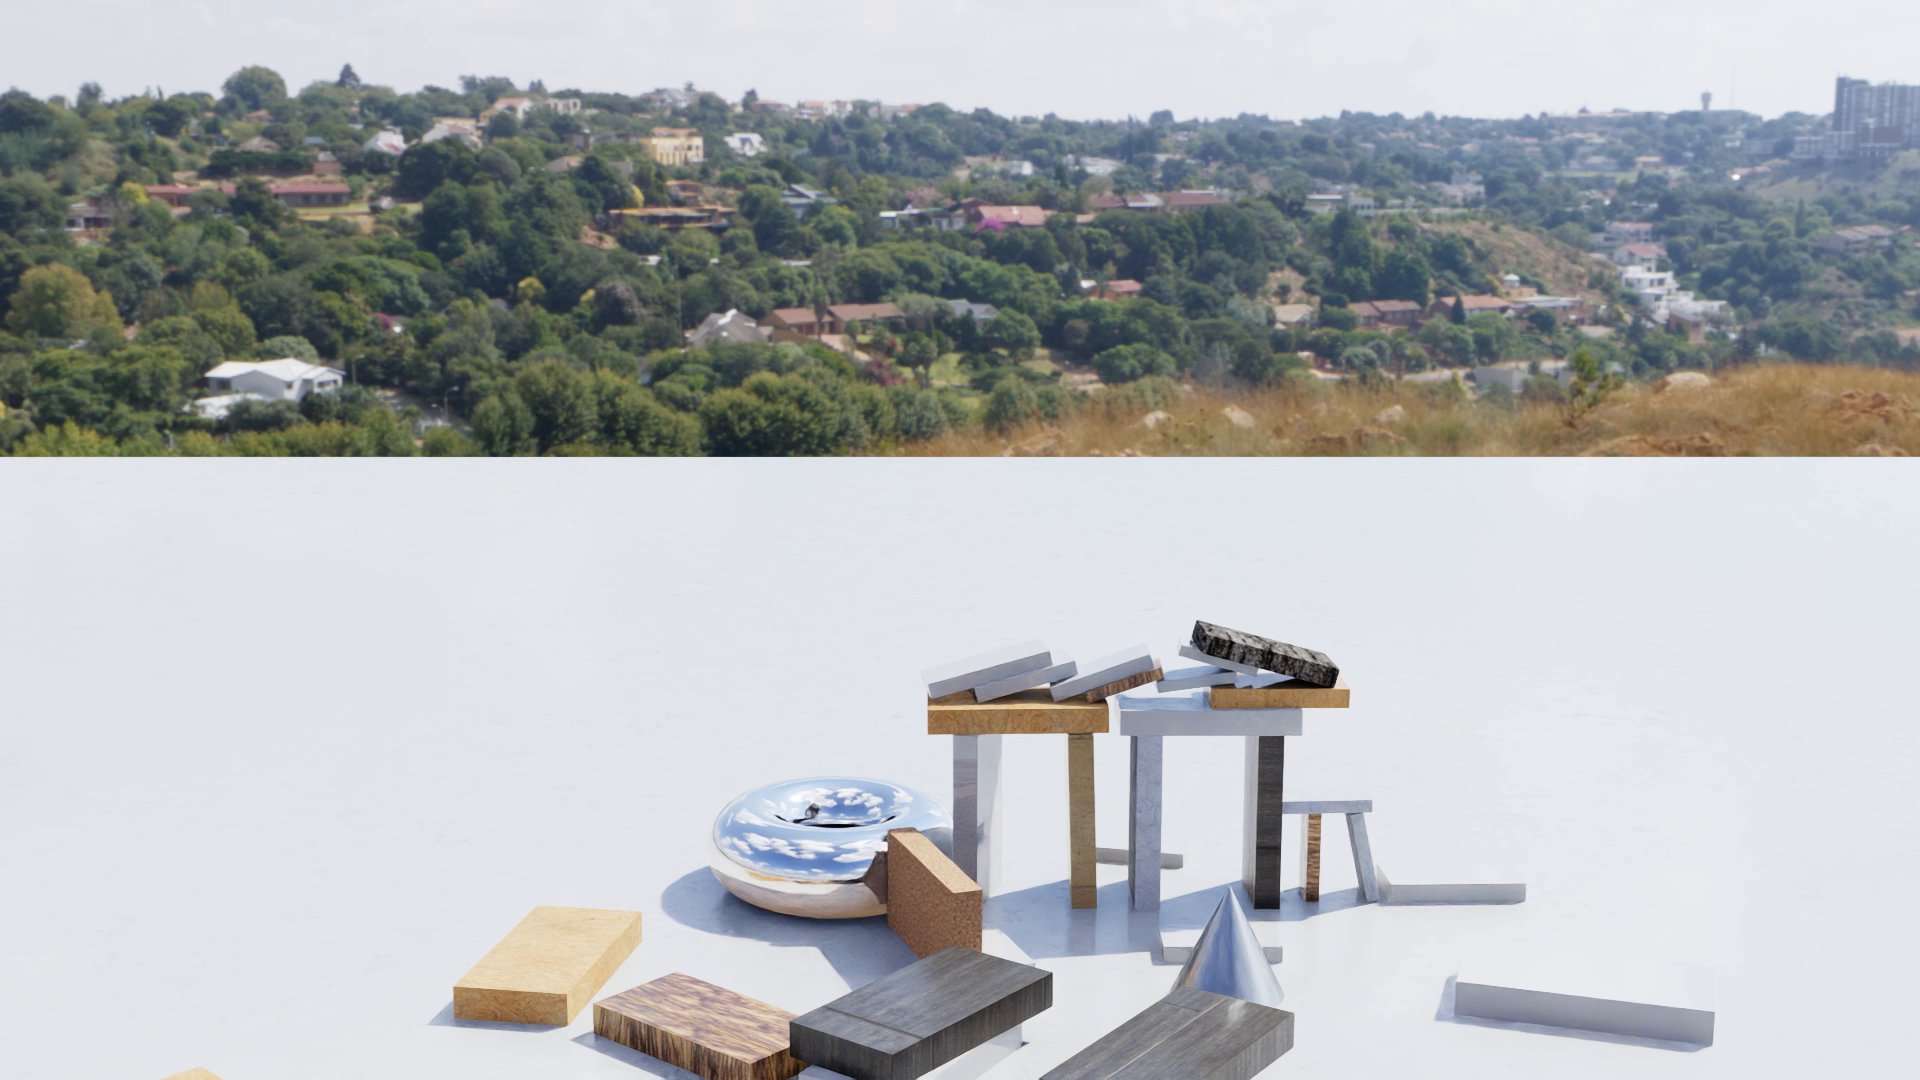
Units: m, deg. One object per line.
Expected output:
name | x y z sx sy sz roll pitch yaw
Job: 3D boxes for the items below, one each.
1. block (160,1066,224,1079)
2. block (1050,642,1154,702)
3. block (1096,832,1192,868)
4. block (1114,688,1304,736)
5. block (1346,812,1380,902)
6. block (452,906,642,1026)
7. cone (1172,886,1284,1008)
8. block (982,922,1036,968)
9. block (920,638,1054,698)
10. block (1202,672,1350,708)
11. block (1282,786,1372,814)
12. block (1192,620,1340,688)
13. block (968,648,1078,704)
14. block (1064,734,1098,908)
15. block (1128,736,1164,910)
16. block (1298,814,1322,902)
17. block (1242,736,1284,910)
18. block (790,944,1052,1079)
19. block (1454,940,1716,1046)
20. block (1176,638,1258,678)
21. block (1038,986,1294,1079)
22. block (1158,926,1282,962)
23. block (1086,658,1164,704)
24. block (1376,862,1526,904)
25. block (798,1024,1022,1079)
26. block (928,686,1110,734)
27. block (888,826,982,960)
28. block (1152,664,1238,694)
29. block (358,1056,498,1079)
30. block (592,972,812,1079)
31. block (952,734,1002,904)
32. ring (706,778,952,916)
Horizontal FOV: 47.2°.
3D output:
block | -1.048 0.745 2.701 0.171 0.048 0.341 10 14 42
block | 0.232 0.217 3.616 0.172 0.024 0.086 -19 9 5
block | 0.313 0.543 3.857 0.172 0.024 0.086 3 11 15
block | 0.404 0.282 3.609 0.293 0.042 0.147 0 11 0
block | 0.666 0.515 3.652 0.022 0.152 0.076 -12 10 2
block | -0.612 0.634 3.300 0.171 0.048 0.341 2 11 10
cone | 0.395 0.586 3.232 0.167 0.167 0.167 0 11 0
block | 0.040 0.633 3.364 0.091 0.026 0.182 -4 11 -20
block | 0.043 0.211 3.631 0.207 0.026 0.091 -15 13 -6
block | 0.516 0.246 3.601 0.224 0.032 0.112 0 11 0
block | 0.598 0.430 3.635 0.152 0.022 0.076 -1 11 -1
block | 0.497 0.185 3.591 0.224 0.032 0.112 15 9 -6
block | 0.101 0.224 3.630 0.172 0.024 0.086 -16 13 -8
block | 0.199 0.445 3.642 0.042 0.293 0.147 -2 11 0
block | 0.306 0.446 3.640 0.042 0.293 0.147 0 11 0
block | 0.581 0.516 3.653 0.022 0.152 0.076 0 11 0
block | 0.501 0.446 3.640 0.042 0.293 0.147 0 11 -1
block | -0.048 0.645 2.993 0.176 0.050 0.353 8 13 37
block | 0.908 0.653 3.191 0.353 0.050 0.176 3 11 18
block | 0.420 0.191 3.586 0.130 0.018 0.065 16 9 0
block | 0.282 0.699 2.945 0.176 0.050 0.382 7 13 34
block | 0.402 0.626 3.406 0.182 0.026 0.091 0 11 0
block | 0.269 0.230 3.599 0.131 0.018 0.065 -19 9 6
block | 0.820 0.572 3.679 0.224 0.032 0.112 0 11 -2
block | -0.062 0.699 2.960 0.158 0.045 0.316 6 12 30
block | 0.093 0.279 3.618 0.293 0.042 0.147 0 10 -1
block | -0.042 0.564 3.376 0.045 0.158 0.316 -4 11 -19
block | 0.383 0.225 3.592 0.131 0.018 0.065 -8 10 -1
block | -0.741 0.740 2.727 0.171 0.048 0.341 5 12 27
block | -0.345 0.681 3.055 0.316 0.045 0.158 9 14 39
block | 0.030 0.447 3.633 0.042 0.293 0.147 3 11 17
ring | -0.210 0.512 3.704 0.434 0.145 0.434 1 11 0
